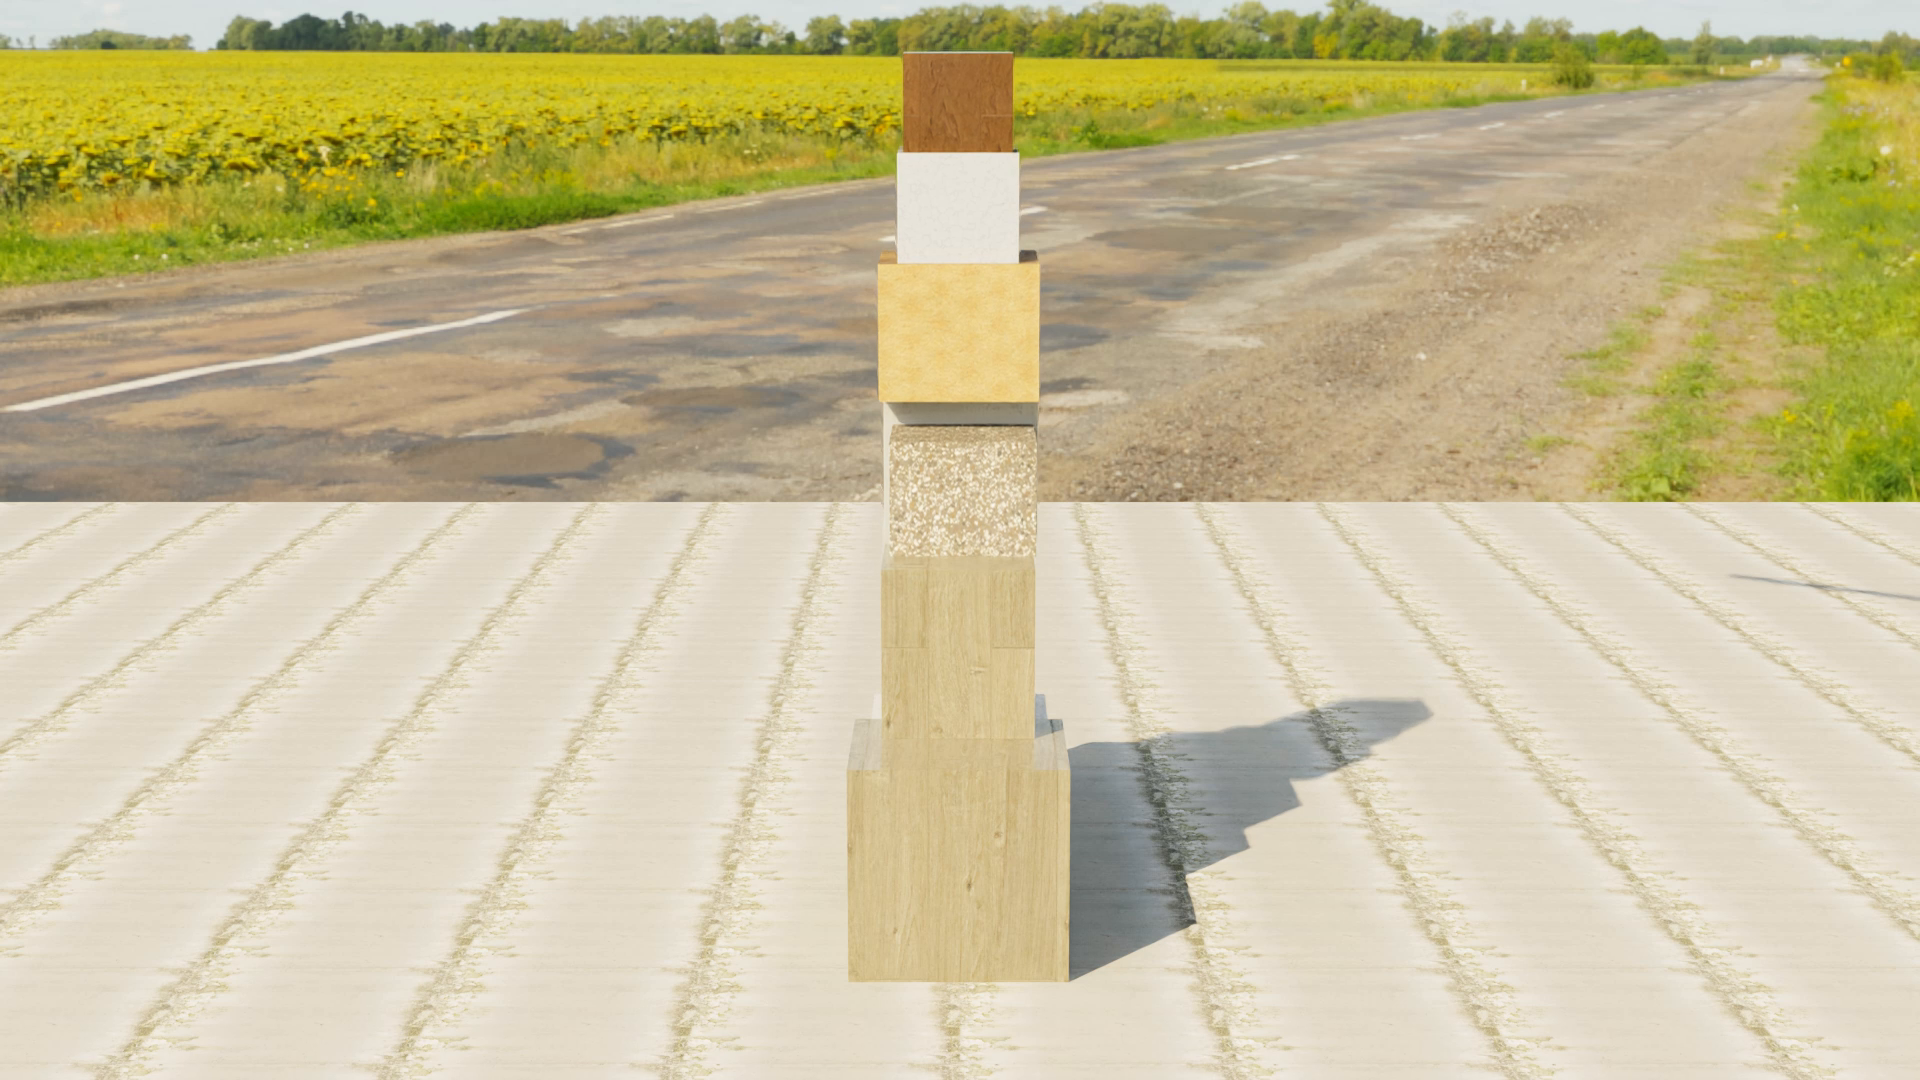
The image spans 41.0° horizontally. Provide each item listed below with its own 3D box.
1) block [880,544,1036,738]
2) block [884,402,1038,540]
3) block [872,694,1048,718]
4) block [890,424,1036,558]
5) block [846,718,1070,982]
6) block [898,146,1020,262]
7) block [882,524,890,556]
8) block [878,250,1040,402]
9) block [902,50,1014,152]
[{"bbox_3d":[-0.007,0.408,10.584,0.617,0.694,0.592,0,10,0],"label":"block"},{"bbox_3d":[0.003,-0.387,11.361,0.659,0.638,0.738,0,12,0],"label":"block"},{"bbox_3d":[-0.002,1.095,11.780,0.798,0.632,0.677,0,10,0],"label":"block"},{"bbox_3d":[0.012,-0.212,10.732,0.601,0.473,0.550,0,10,0],"label":"block"},{"bbox_3d":[-0.006,1.238,10.359,0.862,0.858,0.798,0,10,0],"label":"block"},{"bbox_3d":[-0.007,-1.424,10.854,0.503,0.452,0.486,0,12,0],"label":"block"},{"bbox_3d":[-0.014,0.254,11.817,0.658,0.806,0.725,0,12,0],"label":"block"},{"bbox_3d":[-0.005,-0.921,10.960,0.670,0.575,0.611,0,12,0],"label":"block"},{"bbox_3d":[-0.008,-1.843,10.766,0.453,0.404,0.427,0,12,0],"label":"block"}]
